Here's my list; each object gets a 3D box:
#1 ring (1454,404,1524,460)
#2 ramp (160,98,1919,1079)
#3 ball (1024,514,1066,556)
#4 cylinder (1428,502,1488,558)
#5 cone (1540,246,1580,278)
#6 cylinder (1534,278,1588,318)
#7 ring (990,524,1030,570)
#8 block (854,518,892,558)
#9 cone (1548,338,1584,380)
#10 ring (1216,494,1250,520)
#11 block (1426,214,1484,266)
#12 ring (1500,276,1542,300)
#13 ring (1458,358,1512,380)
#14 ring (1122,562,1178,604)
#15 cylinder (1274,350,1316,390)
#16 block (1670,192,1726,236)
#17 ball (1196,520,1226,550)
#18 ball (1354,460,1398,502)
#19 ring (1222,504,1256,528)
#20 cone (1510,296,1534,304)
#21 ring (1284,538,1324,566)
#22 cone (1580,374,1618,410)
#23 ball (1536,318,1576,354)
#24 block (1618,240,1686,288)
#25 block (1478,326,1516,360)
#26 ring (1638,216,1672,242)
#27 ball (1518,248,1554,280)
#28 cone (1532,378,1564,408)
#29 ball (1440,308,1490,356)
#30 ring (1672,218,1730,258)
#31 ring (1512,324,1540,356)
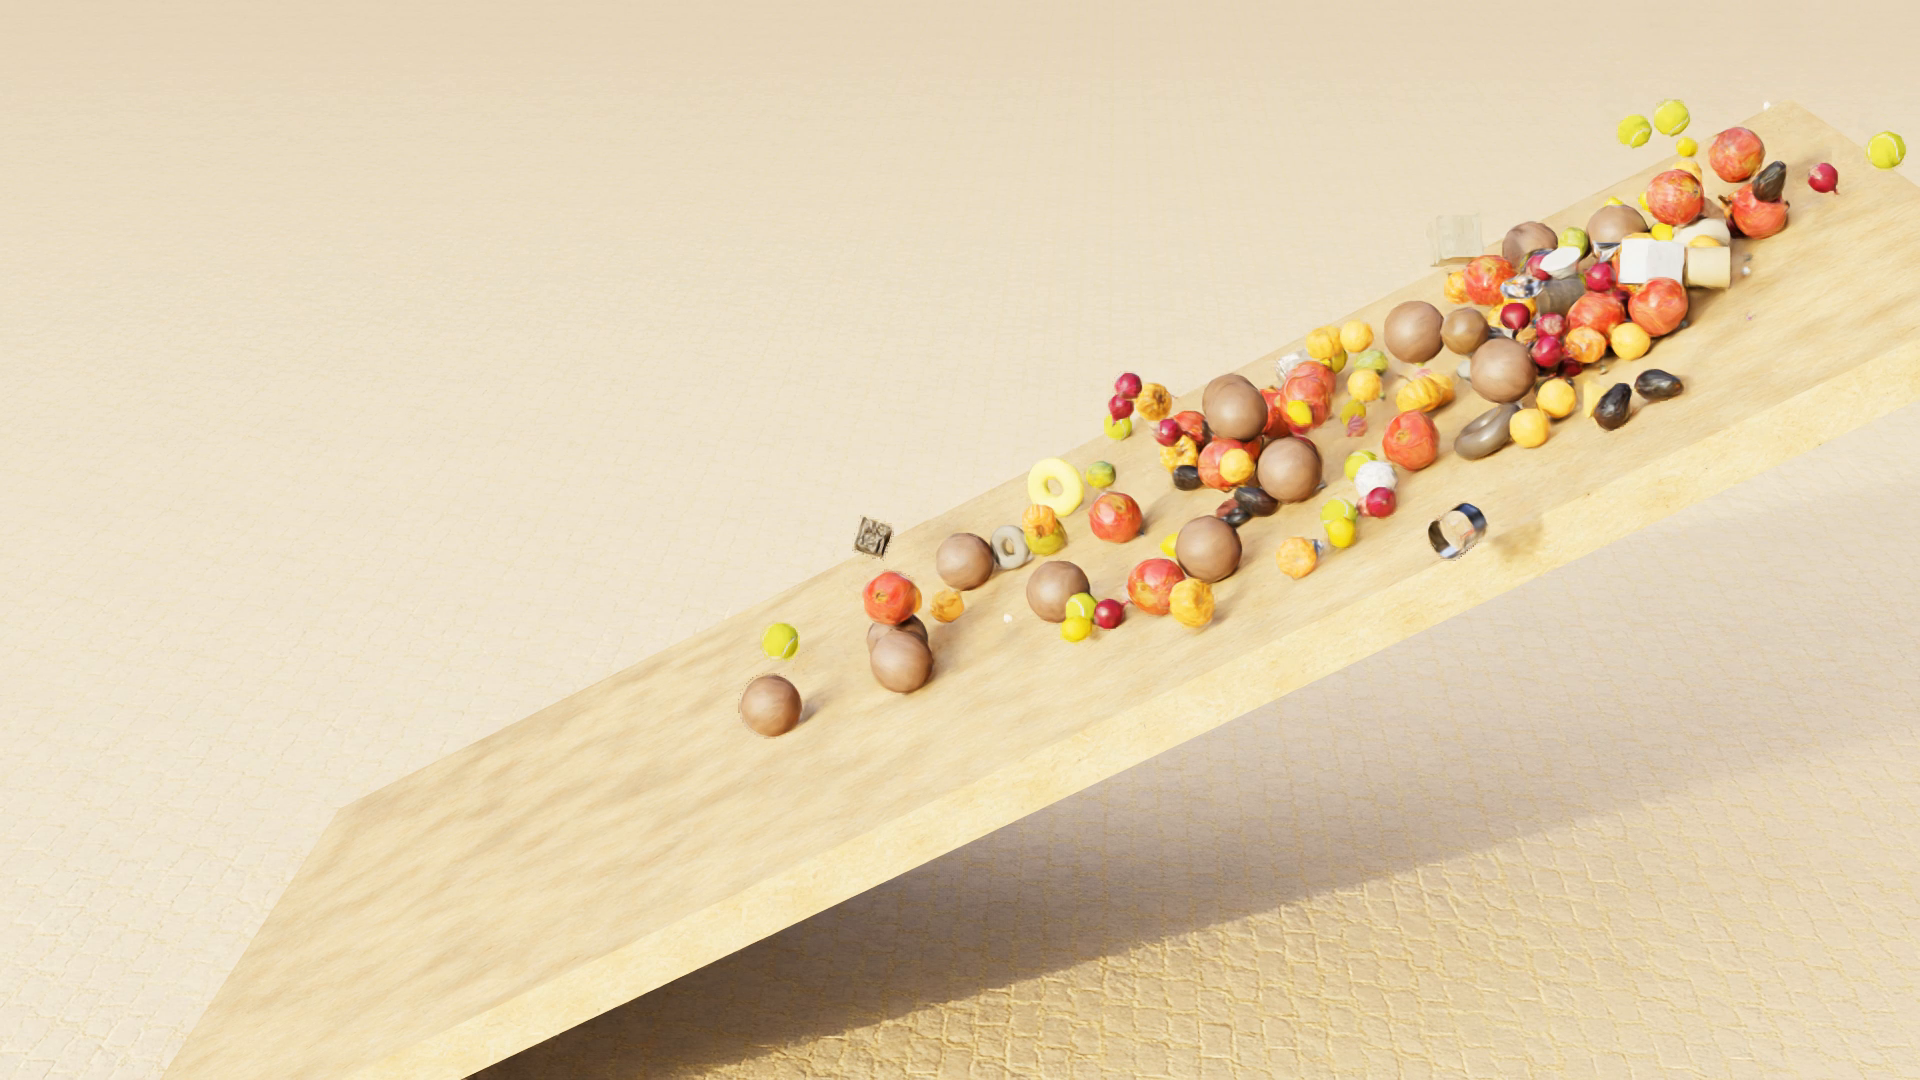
[{"bbox_3d":[1.005,-0.206,5.589,0.148,0.049,0.148,-36,8,6],"label":"ring"},{"bbox_3d":[0.140,0.167,6.281,4.000,0.100,2.000,-26,14,10],"label":"ramp"},{"bbox_3d":[0.186,-0.010,6.424,0.091,0.091,0.091,0,17,0],"label":"ball"},{"bbox_3d":[0.842,-0.016,4.976,0.071,0.071,0.071,-30,32,-35],"label":"cylinder"},{"bbox_3d":[1.227,-0.533,5.939,0.085,0.085,0.085,-23,27,13],"label":"cone"},{"bbox_3d":[1.204,-0.485,5.893,0.077,0.077,0.077,-1,17,-17],"label":"cylinder"},{"bbox_3d":[0.110,0.015,6.476,0.101,0.101,0.034,13,17,35],"label":"ring"},{"bbox_3d":[-0.205,-0.005,6.906,0.068,0.068,0.068,18,-12,5],"label":"block"},{"bbox_3d":[1.180,-0.367,5.797,0.077,0.077,0.077,-27,14,7],"label":"cone"},{"bbox_3d":[0.561,-0.067,6.037,0.077,0.026,0.077,-28,12,7],"label":"ring"},{"bbox_3d":[1.066,-0.646,6.335,0.092,0.092,0.092,-4,-5,-9],"label":"block"},{"bbox_3d":[1.117,-0.503,5.853,0.082,0.027,0.082,-9,26,4],"label":"ring"},{"bbox_3d":[1.037,-0.337,5.824,0.106,0.035,0.106,-1,-3,0],"label":"ring"},{"bbox_3d":[0.376,0.085,5.824,0.122,0.041,0.122,-28,14,7],"label":"ring"},{"bbox_3d":[0.758,-0.387,6.650,0.070,0.070,0.070,-23,22,-10],"label":"cylinder"},{"bbox_3d":[1.501,-0.644,5.979,0.076,0.076,0.076,32,39,-19],"label":"block"},{"bbox_3d":[0.503,-0.011,5.878,0.059,0.059,0.059,0,17,0],"label":"ball"},{"bbox_3d":[0.796,-0.112,5.622,0.082,0.082,0.082,0,17,0],"label":"ball"},{"bbox_3d":[0.566,-0.049,5.964,0.077,0.026,0.077,-27,14,7],"label":"ring"},{"bbox_3d":[1.187,-0.529,6.171,0.056,0.056,0.056,8,14,-2],"label":"cone"},{"bbox_3d":[0.648,0.024,5.541,0.078,0.026,0.078,-27,15,8],"label":"ring"},{"bbox_3d":[1.203,-0.262,5.470,0.072,0.072,0.072,23,7,-24],"label":"cone"},{"bbox_3d":[1.199,-0.411,5.918,0.076,0.076,0.076,0,17,0],"label":"ball"},{"bbox_3d":[1.349,-0.539,5.738,0.086,0.086,0.086,3,4,-24],"label":"block"},{"bbox_3d":[1.062,-0.389,5.811,0.058,0.058,0.058,10,2,16],"label":"block"},{"bbox_3d":[1.477,-0.642,6.242,0.122,0.041,0.122,-43,0,0],"label":"ring"},{"bbox_3d":[1.234,-0.571,6.234,0.097,0.097,0.097,0,17,0],"label":"ball"},{"bbox_3d":[1.117,-0.289,5.649,0.061,0.061,0.061,-8,19,-24],"label":"cone"},{"bbox_3d":[0.989,-0.408,5.758,0.096,0.096,0.096,0,17,0],"label":"ball"},{"bbox_3d":[1.484,-0.590,5.911,0.136,0.136,0.045,-8,51,-24],"label":"ring"},{"bbox_3d":[1.146,-0.407,6.047,0.109,0.036,0.109,-31,-5,-3],"label":"ring"}]
